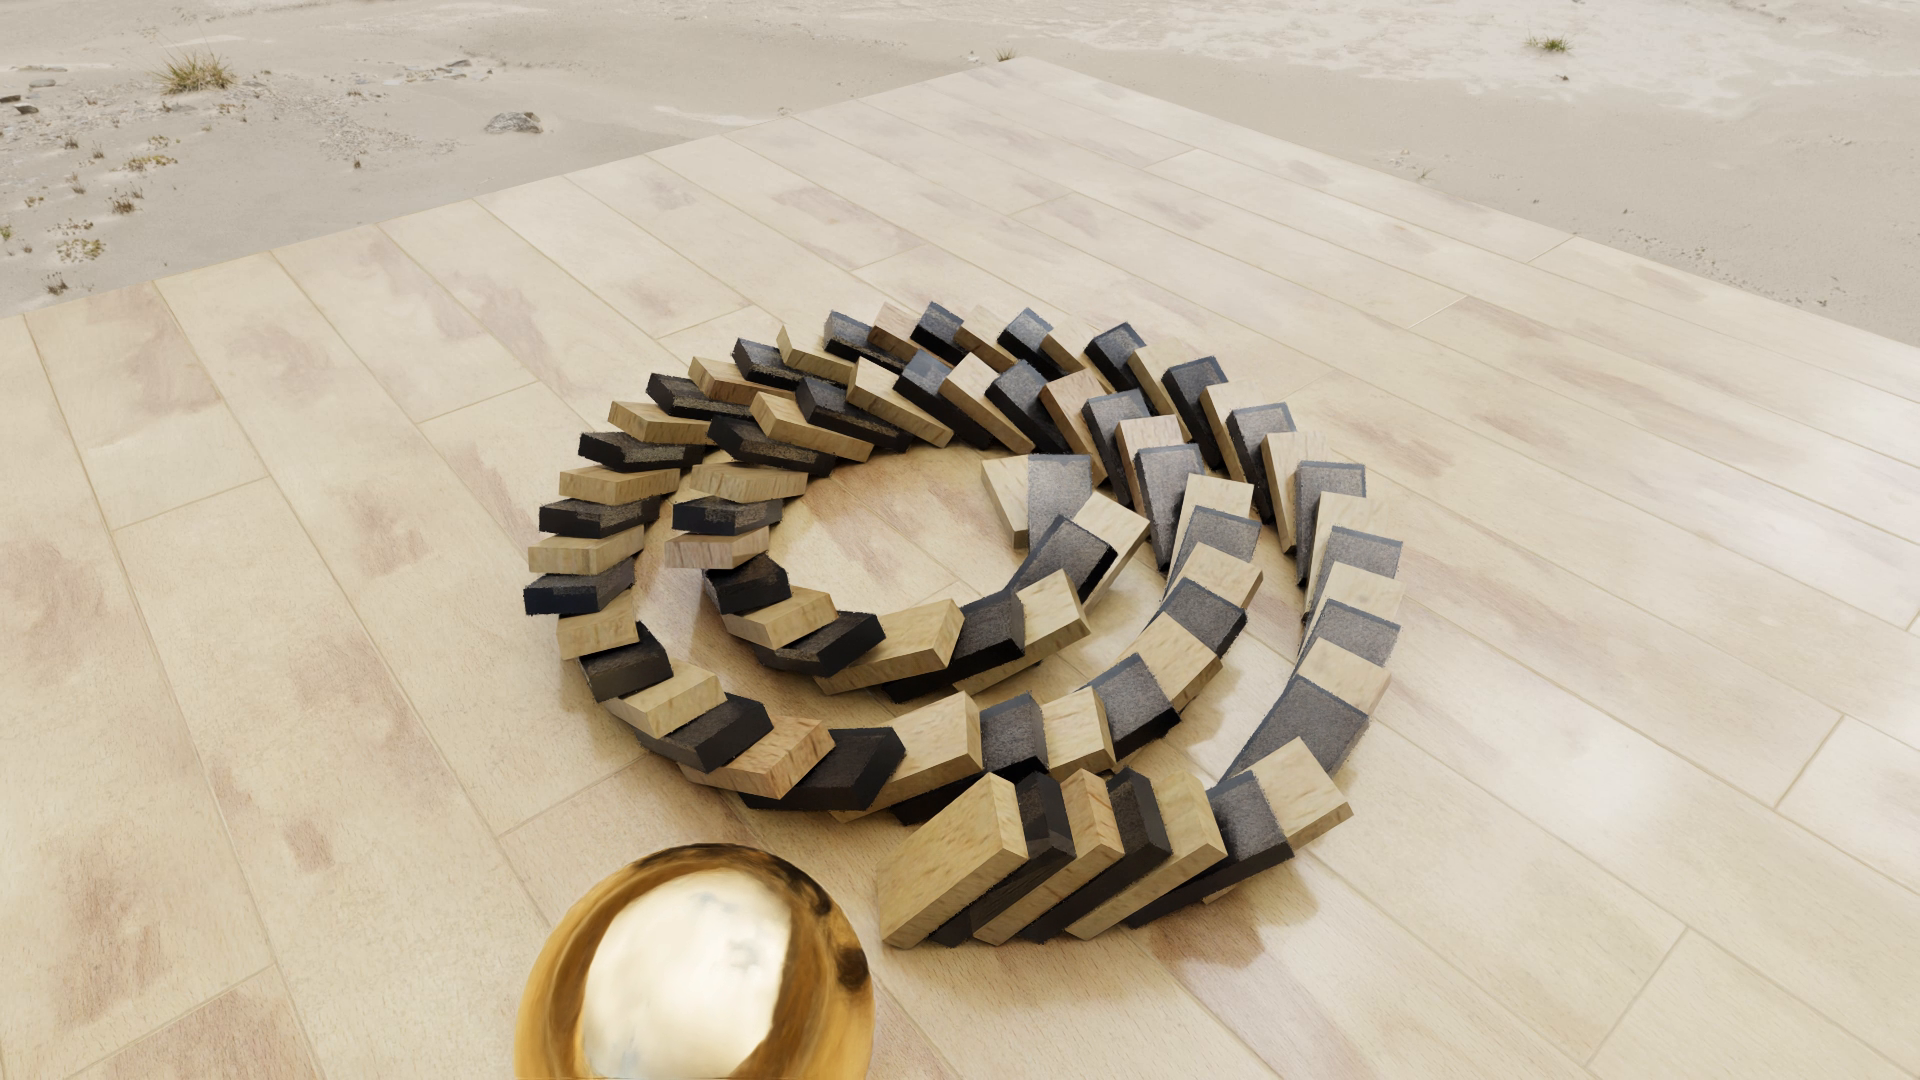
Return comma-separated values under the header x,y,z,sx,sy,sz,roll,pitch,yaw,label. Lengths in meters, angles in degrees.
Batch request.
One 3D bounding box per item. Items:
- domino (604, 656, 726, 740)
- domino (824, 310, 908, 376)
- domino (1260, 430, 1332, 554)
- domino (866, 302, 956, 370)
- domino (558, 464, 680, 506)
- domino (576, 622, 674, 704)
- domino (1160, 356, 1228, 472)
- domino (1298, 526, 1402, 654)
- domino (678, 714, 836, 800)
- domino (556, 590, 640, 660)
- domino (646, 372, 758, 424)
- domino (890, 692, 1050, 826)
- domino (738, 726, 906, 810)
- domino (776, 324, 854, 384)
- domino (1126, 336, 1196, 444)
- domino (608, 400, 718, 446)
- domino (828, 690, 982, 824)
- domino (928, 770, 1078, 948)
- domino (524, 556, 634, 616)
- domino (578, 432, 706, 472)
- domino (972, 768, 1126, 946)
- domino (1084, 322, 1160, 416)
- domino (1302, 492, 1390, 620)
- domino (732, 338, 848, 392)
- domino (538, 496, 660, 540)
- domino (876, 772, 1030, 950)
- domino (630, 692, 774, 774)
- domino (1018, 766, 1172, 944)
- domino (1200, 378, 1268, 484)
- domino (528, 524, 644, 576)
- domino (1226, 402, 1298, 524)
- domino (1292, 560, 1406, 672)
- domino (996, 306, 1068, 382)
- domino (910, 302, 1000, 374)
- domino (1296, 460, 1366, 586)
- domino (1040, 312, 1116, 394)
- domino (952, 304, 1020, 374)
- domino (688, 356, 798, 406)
x,y,z,sx,sy,sz,roll,pitch,yaw,label
-0.100,0.051,0.364,0.025,0.009,0.050,-28,19,-30,domino
-0.042,-0.093,0.539,0.050,0.009,0.025,20,34,-22,domino
0.141,-0.020,0.450,0.025,0.009,0.050,-4,68,-4,domino
-0.019,-0.096,0.543,0.050,0.010,0.025,27,38,-12,domino
-0.140,-0.024,0.455,0.025,0.010,0.050,11,12,13,domino
-0.116,0.041,0.376,0.025,0.009,0.050,-19,15,-22,domino
0.114,-0.058,0.496,0.025,0.009,0.050,-18,71,-20,domino
0.142,0.021,0.399,0.025,0.009,0.050,15,70,17,domino
-0.065,0.066,0.344,0.050,0.009,0.025,-4,29,45,domino
-0.128,0.029,0.389,0.025,0.010,0.050,-13,11,-16,domino
-0.115,-0.063,0.503,0.050,0.010,0.025,3,28,-45,domino
0.002,0.068,0.342,0.050,0.009,0.025,-24,37,16,domino
-0.044,0.071,0.339,0.050,0.009,0.025,-9,30,36,domino
-0.062,-0.087,0.532,0.050,0.009,0.025,14,31,-30,domino
0.101,-0.069,0.509,0.025,0.009,0.050,-21,72,-24,domino
-0.127,-0.052,0.488,0.025,0.010,0.050,28,18,31,domino
-0.018,0.068,0.343,0.050,0.010,0.025,-24,36,16,domino
0.009,0.089,0.307,0.009,0.050,0.025,31,28,-29,domino
-0.139,0.016,0.405,0.025,0.010,0.050,-2,11,-2,domino
-0.136,-0.039,0.472,0.025,0.010,0.050,19,14,22,domino
0.022,0.089,0.308,0.009,0.050,0.025,32,28,-29,domino
0.084,-0.078,0.520,0.025,0.009,0.050,-31,77,-32,domino
0.146,0.008,0.416,0.025,0.010,0.050,10,69,12,domino
-0.081,-0.081,0.524,0.050,0.009,0.025,10,30,-35,domino
-0.143,-0.011,0.439,0.025,0.010,0.050,7,12,9,domino
-0.003,0.090,0.307,0.009,0.050,0.025,31,28,-29,domino
-0.084,0.059,0.353,0.025,0.010,0.050,-33,21,-33,domino
0.035,0.089,0.308,0.010,0.050,0.025,32,28,-29,domino
0.126,-0.046,0.481,0.025,0.010,0.050,-11,69,-13,domino
-0.142,0.003,0.422,0.025,0.009,0.050,2,11,3,domino
0.133,-0.033,0.466,0.025,0.010,0.050,-10,68,-12,domino
0.135,0.035,0.383,0.025,0.010,0.050,19,71,22,domino
0.045,-0.090,0.535,0.050,0.009,0.025,39,47,2,domino
0.002,-0.096,0.542,0.050,0.010,0.025,31,41,-8,domino
0.146,-0.006,0.433,0.025,0.009,0.050,4,68,5,domino
0.065,-0.085,0.529,0.050,0.010,0.025,44,51,5,domino
0.023,-0.093,0.539,0.050,0.009,0.025,34,43,-4,domino
-0.099,-0.072,0.513,0.050,0.009,0.025,5,29,-42,domino
